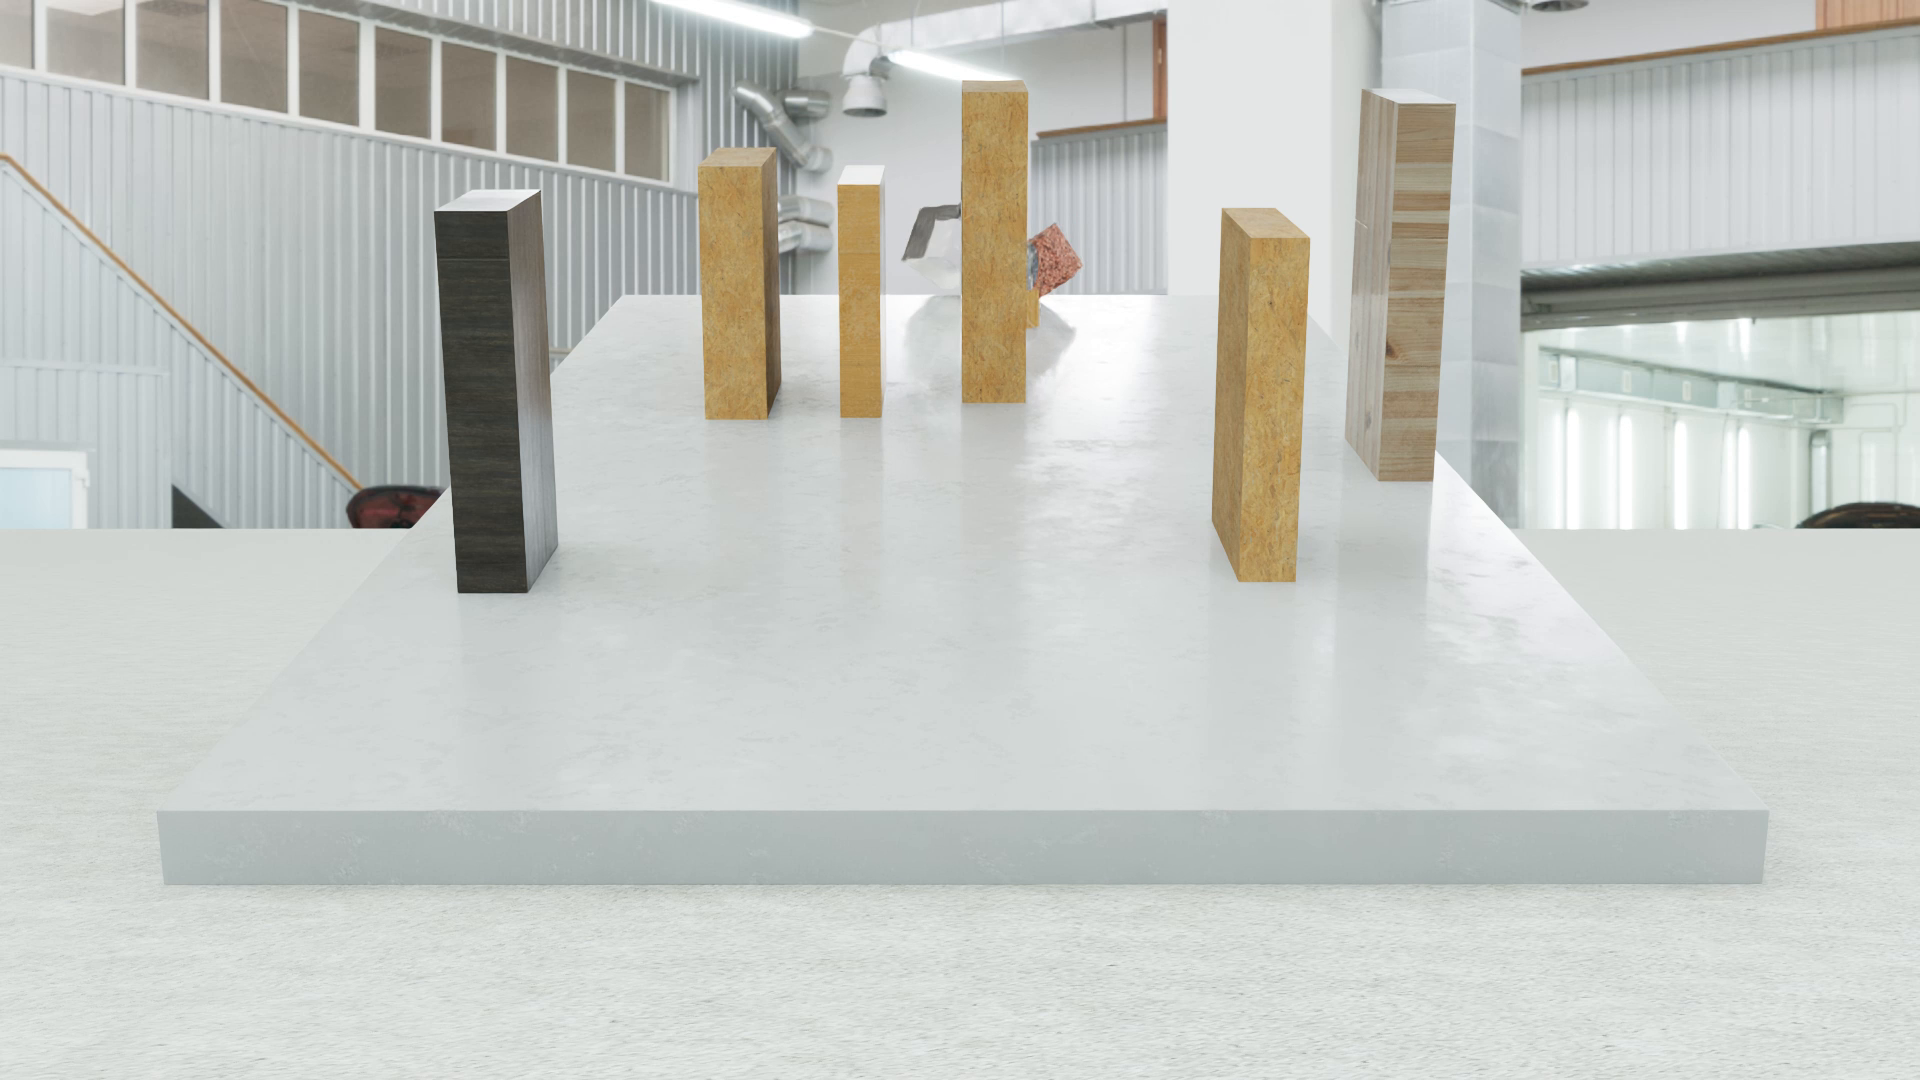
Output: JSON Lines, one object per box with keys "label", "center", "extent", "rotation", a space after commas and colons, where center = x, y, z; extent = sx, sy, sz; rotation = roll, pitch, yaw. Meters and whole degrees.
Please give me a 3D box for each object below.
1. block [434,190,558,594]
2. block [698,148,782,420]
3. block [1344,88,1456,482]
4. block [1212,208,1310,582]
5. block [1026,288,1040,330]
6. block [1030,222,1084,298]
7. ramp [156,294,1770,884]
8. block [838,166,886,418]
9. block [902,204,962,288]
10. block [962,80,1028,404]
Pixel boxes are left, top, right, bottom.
{"label": "block", "center": [-0.768, -0.253, 3.672], "extent": [0.115, 0.626, 0.294], "rotation": [0, 15, 0]}
{"label": "block", "center": [-0.499, -0.595, 5.033], "extent": [0.138, 0.559, 0.431], "rotation": [0, 15, 0]}
{"label": "block", "center": [0.883, -0.523, 4.445], "extent": [0.109, 0.737, 0.391], "rotation": [0, 15, 0]}
{"label": "block", "center": [0.514, -0.261, 3.798], "extent": [0.096, 0.576, 0.401], "rotation": [0, 15, 0]}
{"label": "block", "center": [0.142, -0.635, 6.018], "extent": [0.105, 0.105, 0.105], "rotation": [-18, 23, -40]}
{"label": "block", "center": [0.243, -0.811, 6.443], "extent": [0.150, 0.150, 0.150], "rotation": [-31, 10, 25]}
{"label": "ramp", "center": [-0.002, -0.151, 4.667], "extent": [2.000, 0.100, 4.000], "rotation": [0, 15, 0]}
{"label": "block", "center": [-0.222, -0.578, 5.047], "extent": [0.092, 0.519, 0.405], "rotation": [0, 15, 0]}
{"label": "block", "center": [-0.028, -0.882, 6.616], "extent": [0.179, 0.179, 0.179], "rotation": [2, -23, 45]}
{"label": "block", "center": [0.078, -0.711, 5.181], "extent": [0.146, 0.705, 0.415], "rotation": [0, 15, 0]}
